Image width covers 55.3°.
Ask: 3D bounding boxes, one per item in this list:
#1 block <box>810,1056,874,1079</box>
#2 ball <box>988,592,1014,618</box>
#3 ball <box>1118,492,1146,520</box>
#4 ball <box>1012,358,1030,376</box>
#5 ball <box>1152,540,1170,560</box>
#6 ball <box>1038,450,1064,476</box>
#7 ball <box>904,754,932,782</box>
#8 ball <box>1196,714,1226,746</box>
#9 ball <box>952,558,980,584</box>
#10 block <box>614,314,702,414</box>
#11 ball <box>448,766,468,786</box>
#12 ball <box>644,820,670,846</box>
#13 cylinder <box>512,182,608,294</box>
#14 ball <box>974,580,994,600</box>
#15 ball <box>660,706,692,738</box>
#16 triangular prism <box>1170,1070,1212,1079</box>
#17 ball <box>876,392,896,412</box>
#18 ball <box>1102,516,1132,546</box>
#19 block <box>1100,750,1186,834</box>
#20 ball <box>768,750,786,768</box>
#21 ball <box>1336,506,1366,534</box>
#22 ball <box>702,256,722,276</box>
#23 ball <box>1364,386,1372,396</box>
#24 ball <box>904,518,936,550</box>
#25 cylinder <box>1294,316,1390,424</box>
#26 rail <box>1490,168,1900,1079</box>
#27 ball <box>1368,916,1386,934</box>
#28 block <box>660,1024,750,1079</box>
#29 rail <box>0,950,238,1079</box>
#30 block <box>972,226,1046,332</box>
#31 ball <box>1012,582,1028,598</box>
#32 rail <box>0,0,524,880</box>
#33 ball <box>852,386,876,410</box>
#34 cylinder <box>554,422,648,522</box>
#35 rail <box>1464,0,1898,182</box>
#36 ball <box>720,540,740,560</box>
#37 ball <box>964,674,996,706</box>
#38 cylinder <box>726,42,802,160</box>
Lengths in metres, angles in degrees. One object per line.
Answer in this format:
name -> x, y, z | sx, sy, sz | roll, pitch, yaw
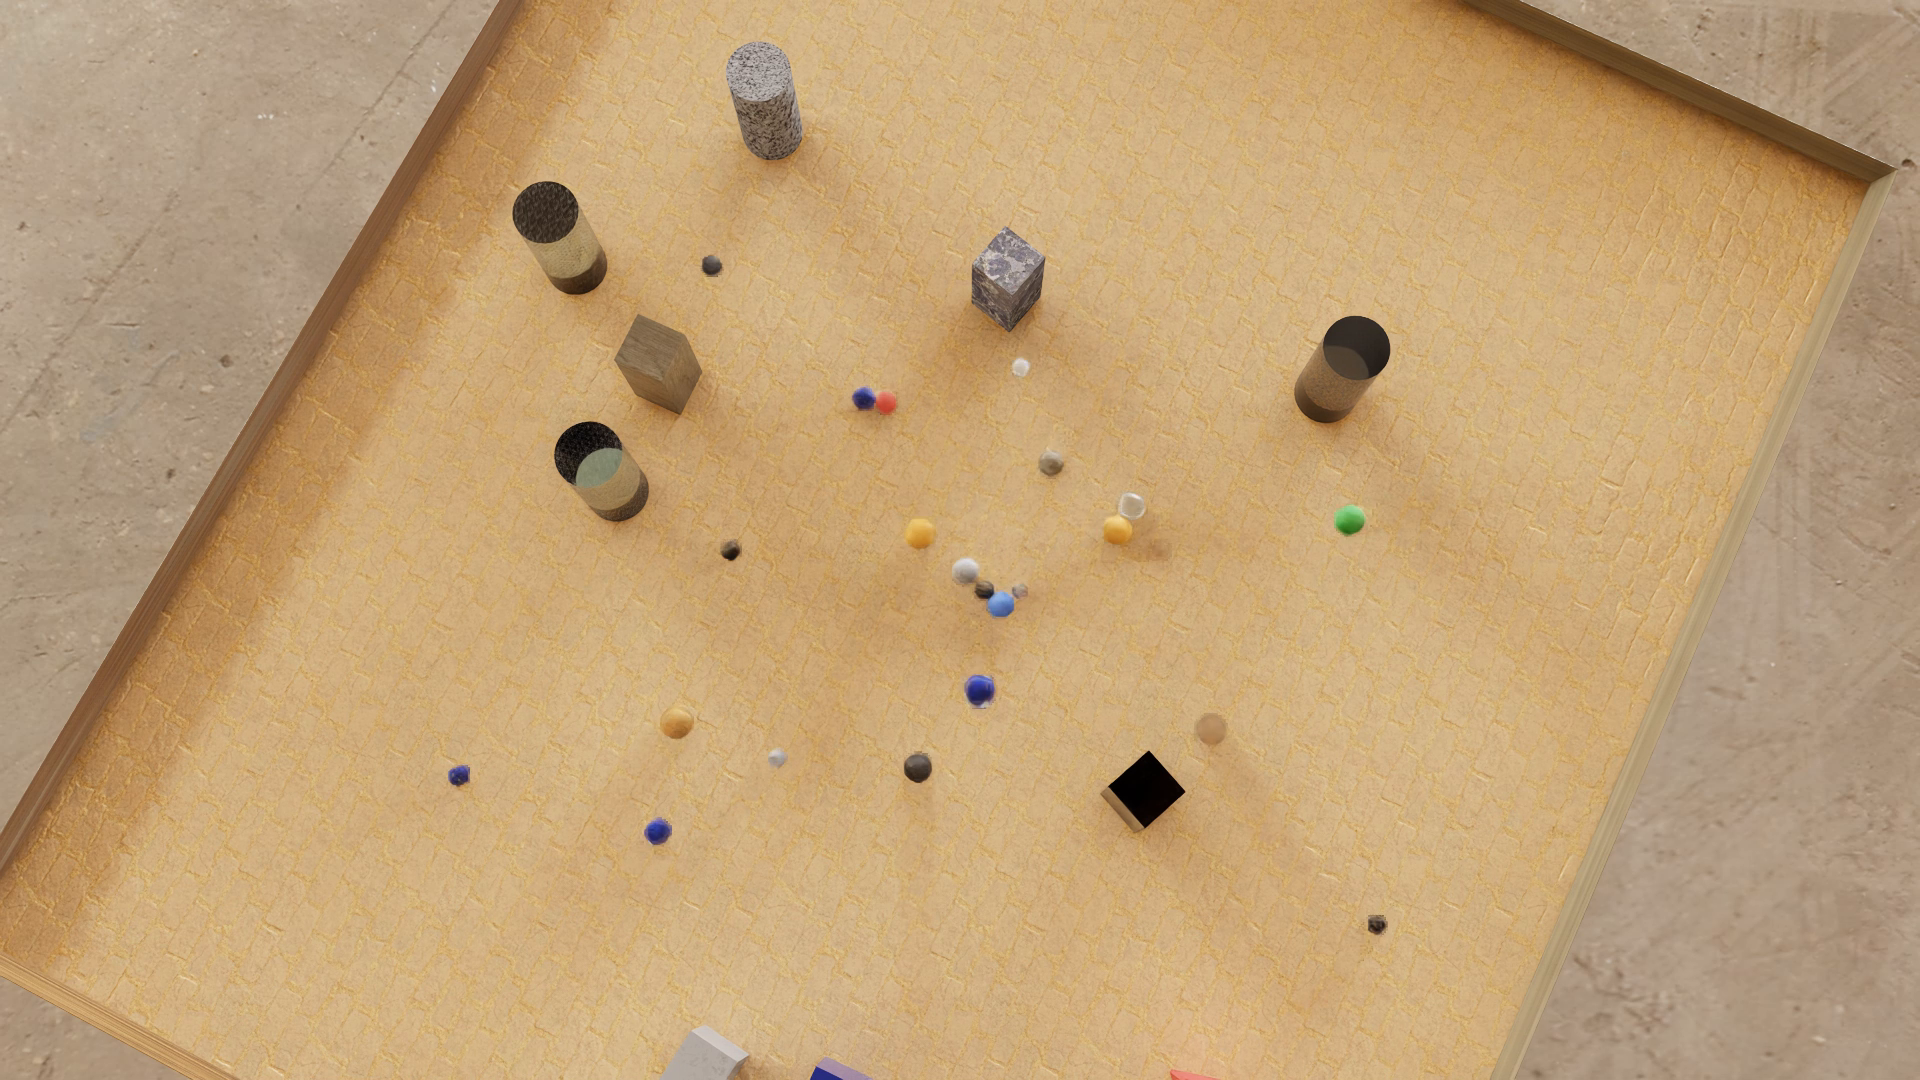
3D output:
block -> -0.350, 1.557, 5.101 | 0.155, 0.379, 0.155 | 24, 79, 5
ball -> 0.125, 0.195, 5.536 | 0.079, 0.079, 0.079 | 0, 78, 0
ball -> 0.524, -0.103, 5.594 | 0.086, 0.086, 0.086 | 0, 78, 0
ball -> 0.190, -0.537, 5.698 | 0.058, 0.058, 0.058 | 0, 78, 0
ball -> 0.612, 0.031, 5.580 | 0.059, 0.059, 0.059 | 0, 78, 0
ball -> 0.278, -0.236, 5.624 | 0.081, 0.081, 0.081 | 0, 78, 0
ball -> -0.125, 0.676, 5.433 | 0.085, 0.085, 0.085 | 0, 78, 0
ball -> 0.747, 0.566, 5.452 | 0.092, 0.092, 0.092 | 0, 78, 0
ball -> 0.018, 0.093, 5.556 | 0.081, 0.081, 0.081 | 0, 78, 0
block -> -0.907, -0.526, 5.537 | 0.155, 0.369, 0.155 | 24, 79, 5
ball -> -1.489, 0.700, 5.441 | 0.061, 0.061, 0.061 | 0, 78, 0
ball -> -0.893, 0.862, 5.400 | 0.075, 0.075, 0.075 | 0, 78, 0
cylinder -> -1.212, -0.913, 5.576 | 0.194, 0.449, 0.194 | 0, 78, 0
ball -> 0.074, 0.151, 5.555 | 0.060, 0.060, 0.060 | 0, 78, 0
ball -> -0.844, 0.543, 5.455 | 0.096, 0.096, 0.096 | 0, 78, 0
triangular prism -> 0.662, 1.546, 5.124 | 0.146, 0.337, 0.168 | 41, 81, 8
ball -> -0.229, -0.428, 5.671 | 0.066, 0.066, 0.066 | 0, 78, 0
ball -> 0.479, -0.029, 5.577 | 0.090, 0.090, 0.090 | 0, 78, 0
block -> 0.526, 0.732, 5.307 | 0.155, 0.310, 0.155 | -40, 81, -8
ball -> -0.545, 0.651, 5.454 | 0.054, 0.054, 0.054 | 0, 78, 0
ball -> 1.190, -0.061, 5.584 | 0.089, 0.089, 0.089 | 0, 78, 0
ball -> -0.781, -0.864, 5.763 | 0.063, 0.063, 0.063 | 0, 78, 0
ball -> 1.256, -0.467, 5.679 | 0.041, 0.041, 0.041 | 0, 78, 0
ball -> -0.122, -0.020, 5.572 | 0.096, 0.096, 0.096 | 0, 78, 0
cylinder -> 1.139, -0.505, 5.485 | 0.194, 0.463, 0.194 | 0, 78, 0
rail -> 1.857, 0.916, 5.362 | 0.045, 0.126, 4.734 | 26, 80, 5
ball -> 1.217, 1.126, 5.357 | 0.052, 0.052, 0.052 | 0, 78, 0
block -> -0.717, 1.483, 5.161 | 0.155, 0.291, 0.155 | 32, 80, 6
rail -> -1.048, 2.059, 5.125 | 4.199, 0.126, 0.045 | 26, 80, 5
block -> 0.145, -0.793, 5.601 | 0.155, 0.352, 0.155 | 39, 81, 7
ball -> 0.182, 0.153, 5.560 | 0.049, 0.049, 0.049 | 0, 78, 0
rail -> -1.857, -0.902, 5.738 | 0.045, 0.126, 4.734 | 26, 80, 5
ball -> -0.297, -0.438, 5.671 | 0.072, 0.072, 0.072 | 0, 78, 0
cylinder -> -1.055, -0.197, 5.425 | 0.194, 0.454, 0.194 | 0, 78, 0
rail -> 1.048, -2.046, 5.974 | 4.199, 0.126, 0.045 | 26, 80, 5
ball -> -0.699, 0.031, 5.578 | 0.062, 0.062, 0.062 | 0, 78, 0
ball -> 0.058, 0.449, 5.474 | 0.097, 0.097, 0.097 | 0, 78, 0
cylinder -> -0.602, -1.354, 5.677 | 0.194, 0.430, 0.194 | 0, 78, 0
